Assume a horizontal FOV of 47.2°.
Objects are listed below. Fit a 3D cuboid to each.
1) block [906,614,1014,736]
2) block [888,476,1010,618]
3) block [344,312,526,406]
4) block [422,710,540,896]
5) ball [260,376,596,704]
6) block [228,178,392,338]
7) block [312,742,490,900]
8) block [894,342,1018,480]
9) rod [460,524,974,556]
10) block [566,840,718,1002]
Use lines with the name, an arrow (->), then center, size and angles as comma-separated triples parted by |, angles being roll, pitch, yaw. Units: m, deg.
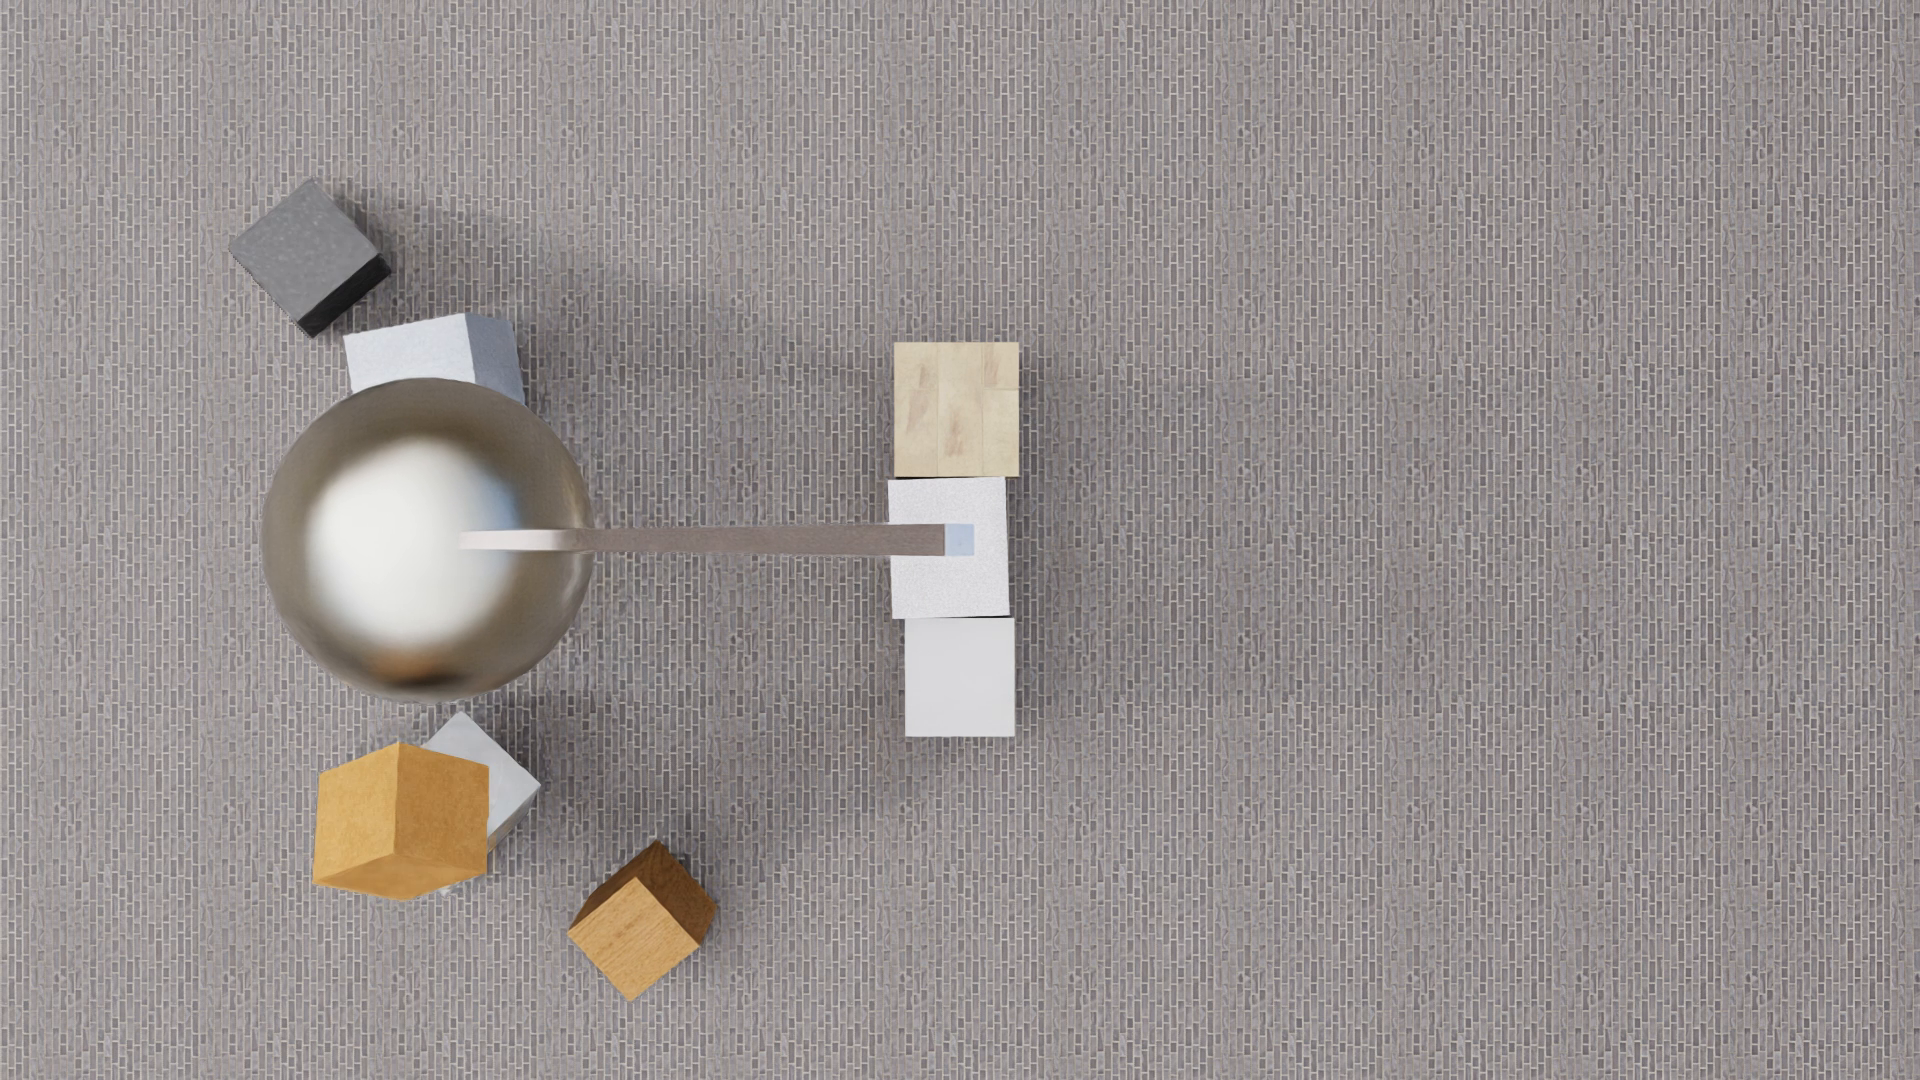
block -> -0.001, 0.773, 12.691 | 0.615, 0.619, 0.666 | 0, 90, 0
block -> -0.063, 0.043, 12.641 | 0.653, 0.719, 0.774 | -2, 90, 0
block -> -2.973, -0.830, 12.584 | 0.725, 0.715, 0.770 | -9, 90, 10
block -> -2.893, 1.504, 12.541 | 0.622, 0.656, 0.667 | 43, 61, 2
ball -> -2.594, 0.000, 10.783 | 1.600, 1.600, 1.600 | 0, 90, 0
block -> -3.745, -1.622, 12.707 | 0.605, 0.501, 0.575 | -42, 90, -9
block -> -2.680, 1.359, 10.562 | 0.619, 0.536, 0.535 | -22, 60, 35
block -> -0.019, -0.730, 12.649 | 0.696, 0.703, 0.751 | 0, 90, 0
rod -> -1.124, 0.000, 7.717 | 0.080, 5.200, 0.080 | 0, 90, -26
block -> -1.816, 2.177, 12.624 | 0.534, 0.598, 0.535 | -40, 97, 11
